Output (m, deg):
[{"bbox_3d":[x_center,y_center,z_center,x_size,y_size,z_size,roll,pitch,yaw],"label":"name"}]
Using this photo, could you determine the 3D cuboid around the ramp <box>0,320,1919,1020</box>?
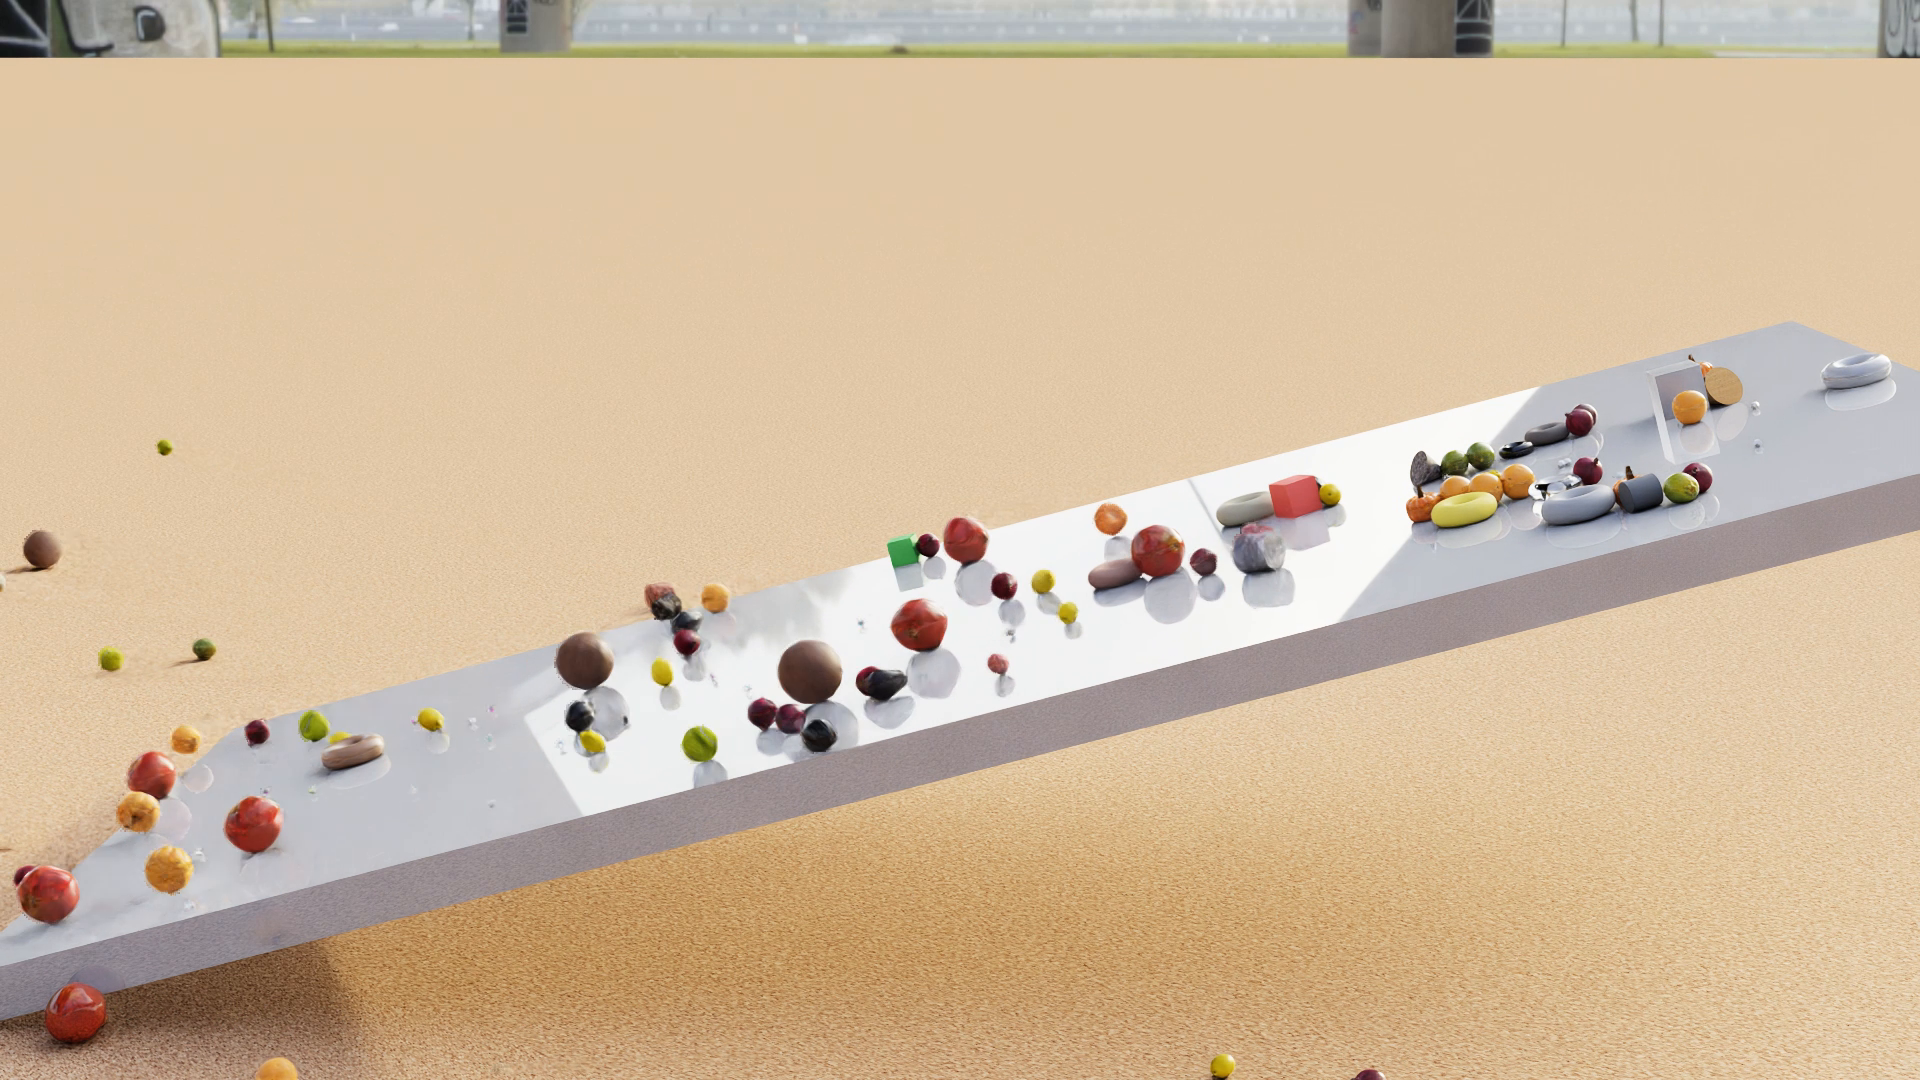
[{"bbox_3d":[0.080,0.191,6.330,4.000,0.100,2.000,-15,9,4],"label":"ramp"}]

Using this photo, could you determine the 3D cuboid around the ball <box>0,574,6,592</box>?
[{"bbox_3d":[-3.182,0.143,9.709,0.064,0.064,0.064,0,10,0],"label":"ball"}]

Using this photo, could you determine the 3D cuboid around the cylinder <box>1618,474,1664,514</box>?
[{"bbox_3d":[1.280,-0.088,5.530,0.061,0.061,0.061,-17,13,-9],"label":"cylinder"}]

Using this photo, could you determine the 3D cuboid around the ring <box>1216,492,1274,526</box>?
[{"bbox_3d":[0.637,-0.069,6.507,0.146,0.049,0.146,-16,8,2],"label":"ring"}]

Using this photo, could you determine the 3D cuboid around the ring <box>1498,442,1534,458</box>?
[{"bbox_3d":[1.210,-0.196,6.397,0.077,0.026,0.077,-14,9,2],"label":"ring"}]

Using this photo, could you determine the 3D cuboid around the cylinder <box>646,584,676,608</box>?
[{"bbox_3d":[-0.965,0.180,9.476,0.072,0.072,0.072,-6,12,-30],"label":"cylinder"}]

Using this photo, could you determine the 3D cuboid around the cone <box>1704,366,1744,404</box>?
[{"bbox_3d":[1.630,-0.313,6.361,0.091,0.091,0.091,-4,-23,-20],"label":"cone"}]

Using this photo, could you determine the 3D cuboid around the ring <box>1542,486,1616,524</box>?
[{"bbox_3d":[1.180,-0.067,5.612,0.144,0.048,0.144,-16,8,2],"label":"ring"}]

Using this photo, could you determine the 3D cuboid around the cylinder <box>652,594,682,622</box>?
[{"bbox_3d":[-0.728,0.168,7.305,0.054,0.054,0.054,9,23,41],"label":"cylinder"}]

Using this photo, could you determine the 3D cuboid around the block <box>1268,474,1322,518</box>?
[{"bbox_3d":[0.732,-0.095,6.422,0.075,0.075,0.075,-19,10,-23],"label":"block"}]

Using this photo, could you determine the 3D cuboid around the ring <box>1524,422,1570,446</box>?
[{"bbox_3d":[1.290,-0.233,6.459,0.101,0.034,0.101,-16,9,3],"label":"ring"}]

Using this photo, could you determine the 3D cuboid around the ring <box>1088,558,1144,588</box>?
[{"bbox_3d":[0.329,0.070,6.205,0.122,0.041,0.122,-14,10,2],"label":"ring"}]

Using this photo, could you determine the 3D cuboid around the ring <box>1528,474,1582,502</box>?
[{"bbox_3d":[1.187,-0.104,5.859,0.108,0.036,0.108,-14,9,2],"label":"ring"}]

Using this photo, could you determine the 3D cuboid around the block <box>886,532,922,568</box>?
[{"bbox_3d":[-0.136,0.025,7.163,0.063,0.063,0.063,-13,9,13],"label":"block"}]

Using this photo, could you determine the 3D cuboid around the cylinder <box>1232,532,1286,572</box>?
[{"bbox_3d":[0.602,0.025,5.915,0.077,0.077,0.077,3,9,41],"label":"cylinder"}]

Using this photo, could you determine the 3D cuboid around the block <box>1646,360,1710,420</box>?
[{"bbox_3d":[1.554,-0.325,6.369,0.099,0.099,0.099,-15,9,3],"label":"block"}]

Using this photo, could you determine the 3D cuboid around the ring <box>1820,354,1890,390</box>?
[{"bbox_3d":[1.880,-0.354,6.173,0.145,0.048,0.145,-15,11,3],"label":"ring"}]

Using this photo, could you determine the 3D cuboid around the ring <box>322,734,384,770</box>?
[{"bbox_3d":[-1.351,0.470,6.545,0.144,0.048,0.144,-14,10,3],"label":"ring"}]

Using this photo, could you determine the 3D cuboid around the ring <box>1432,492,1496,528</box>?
[{"bbox_3d":[1.005,-0.060,5.865,0.132,0.044,0.132,-15,10,3],"label":"ring"}]
